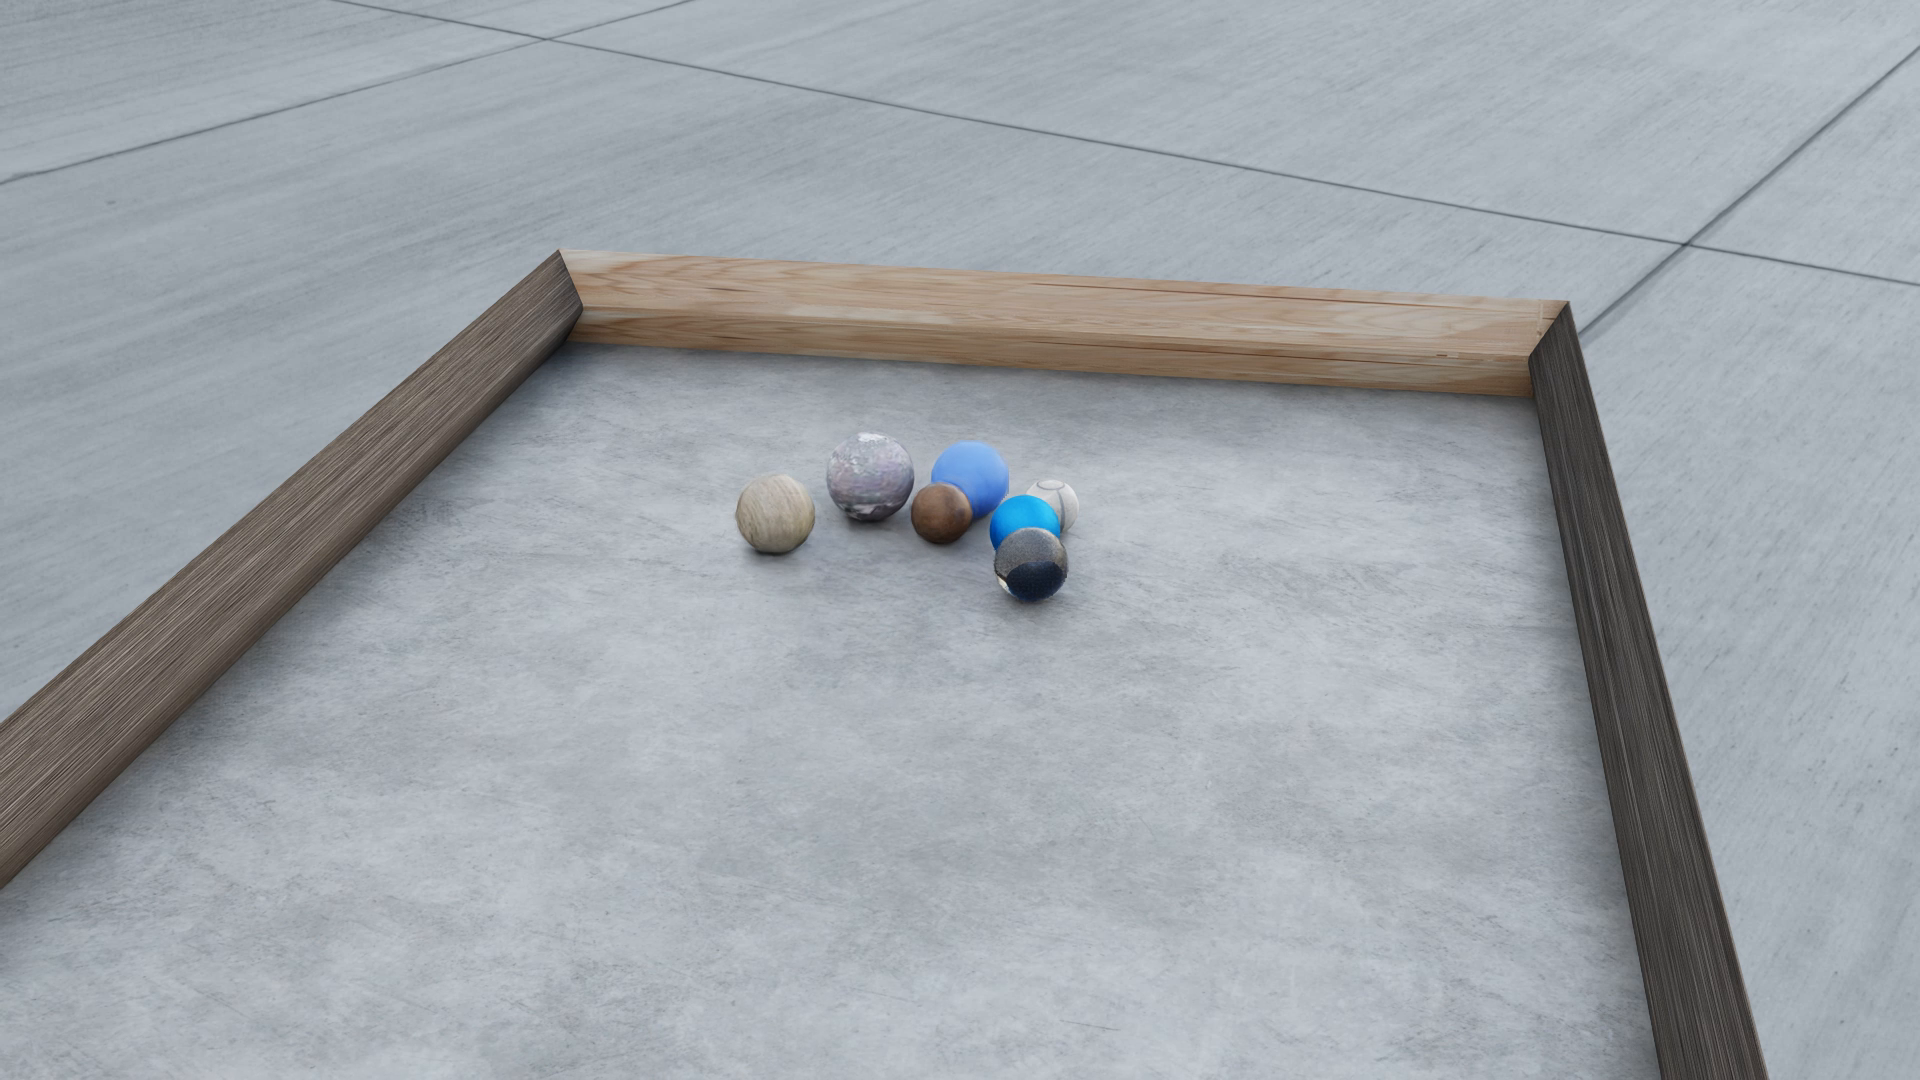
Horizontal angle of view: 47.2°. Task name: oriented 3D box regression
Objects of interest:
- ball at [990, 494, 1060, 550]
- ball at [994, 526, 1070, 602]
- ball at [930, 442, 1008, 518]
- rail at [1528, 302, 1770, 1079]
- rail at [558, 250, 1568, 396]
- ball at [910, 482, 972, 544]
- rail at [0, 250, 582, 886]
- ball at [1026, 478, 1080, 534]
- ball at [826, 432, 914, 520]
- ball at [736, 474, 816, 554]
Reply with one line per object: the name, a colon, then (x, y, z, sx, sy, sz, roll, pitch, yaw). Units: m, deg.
ball: (0.067, -0.010, 2.263, 0.073, 0.073, 0.073, 0, 24, 0)
ball: (0.071, 0.024, 2.185, 0.075, 0.075, 0.075, 0, 24, 0)
ball: (0.010, -0.064, 2.372, 0.084, 0.084, 0.084, 0, 24, 0)
rail: (0.502, 0.275, 1.563, 0.045, 0.125, 2.527, 4, 24, 9)
rail: (0.104, -0.269, 2.774, 1.285, 0.125, 0.045, 4, 24, 9)
ball: (-0.020, -0.028, 2.313, 0.066, 0.066, 0.066, 0, 24, 0)
rail: (-0.718, 0.188, 1.756, 0.045, 0.125, 2.527, 4, 24, 9)
ball: (0.096, -0.035, 2.333, 0.061, 0.061, 0.061, 0, 24, 0)
ball: (-0.097, -0.069, 2.366, 0.096, 0.096, 0.096, 0, 24, 0)
ball: (-0.192, -0.027, 2.289, 0.083, 0.083, 0.083, 0, 24, 0)
